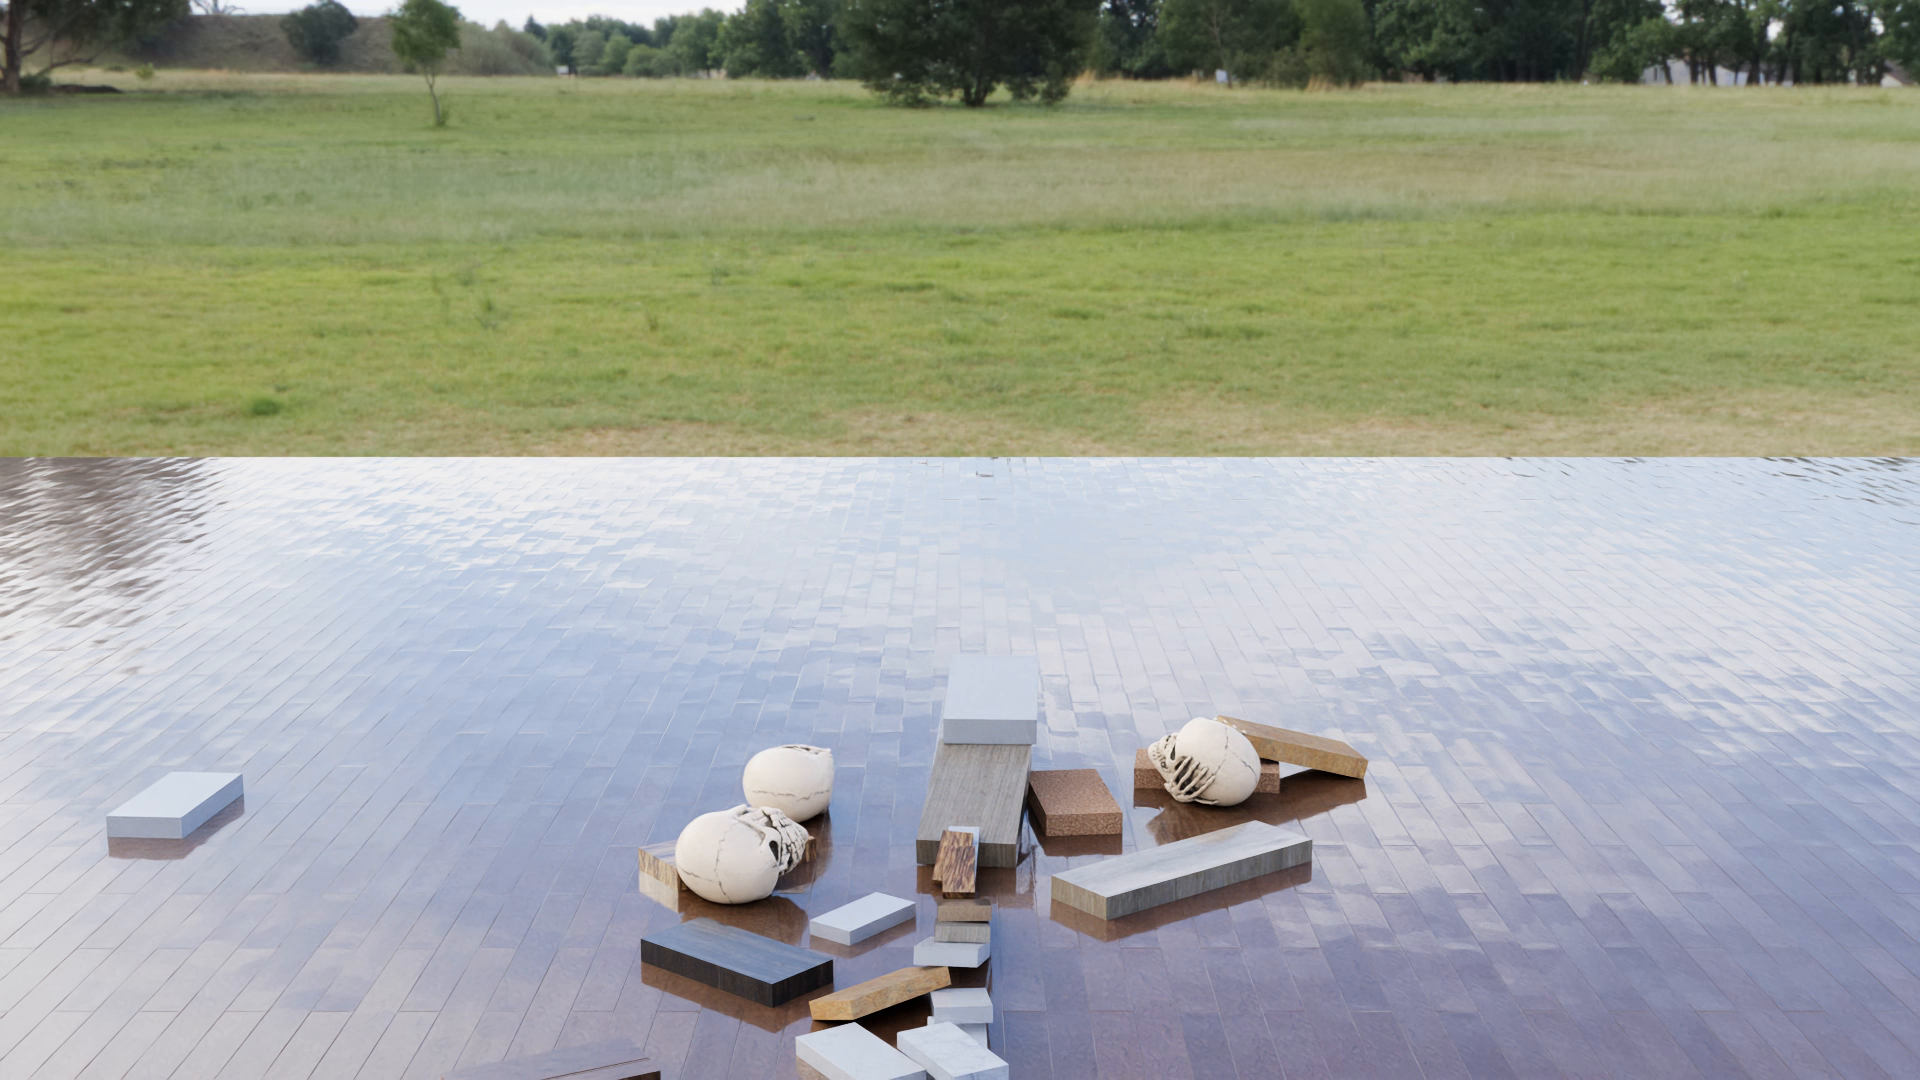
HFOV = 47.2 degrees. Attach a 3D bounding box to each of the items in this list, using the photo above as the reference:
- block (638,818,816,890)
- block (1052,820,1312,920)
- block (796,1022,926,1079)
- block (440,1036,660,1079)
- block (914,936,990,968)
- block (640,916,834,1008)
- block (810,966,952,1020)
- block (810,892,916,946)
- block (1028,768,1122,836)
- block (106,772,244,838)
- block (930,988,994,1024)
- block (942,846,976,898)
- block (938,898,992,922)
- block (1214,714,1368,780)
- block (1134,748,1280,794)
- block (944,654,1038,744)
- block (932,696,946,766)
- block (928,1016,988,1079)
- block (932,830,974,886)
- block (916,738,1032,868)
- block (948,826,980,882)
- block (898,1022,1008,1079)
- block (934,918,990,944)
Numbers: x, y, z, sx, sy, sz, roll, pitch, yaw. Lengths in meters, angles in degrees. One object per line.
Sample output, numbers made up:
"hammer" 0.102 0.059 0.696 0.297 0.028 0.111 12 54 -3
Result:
"block" -0.402 0.544 3.812 0.274 0.039 0.137 -8 13 -35
"block" 0.382 0.557 3.739 0.480 0.039 0.137 -8 13 -37
"block" -0.135 0.706 2.973 0.094 0.027 0.188 -7 12 -32
"block" -0.538 0.716 2.890 0.257 0.036 0.129 -6 12 -28
"block" -0.011 0.618 3.303 0.094 0.027 0.188 1 -6 7
"block" -0.339 0.635 3.325 0.283 0.036 0.129 9 14 39
"block" -0.115 0.654 3.176 0.188 0.027 0.094 -10 -3 -42
"block" -0.155 0.606 3.521 0.083 0.023 0.166 8 13 37
"block" 0.209 0.488 4.109 0.139 0.040 0.279 -1 11 -7
"block" -1.457 0.491 4.092 0.140 0.040 0.279 1 11 4
"block" 0.001 0.661 3.123 0.081 0.023 0.163 -1 -3 -3
"block" -0.002 0.556 3.683 0.053 0.015 0.106 0 37 1
"block" 0.006 0.587 3.495 0.083 0.023 0.166 0 -6 -1
"block" 0.653 0.409 4.349 0.275 0.039 0.137 13 8 -13
"block" 0.484 0.451 4.308 0.279 0.040 0.140 1 11 7
"block" 0.063 0.304 4.235 0.173 0.049 0.346 1 17 2
"block" 0.041 0.414 4.172 0.173 0.049 0.346 1 30 5
"block" -0.004 0.698 3.023 0.081 0.023 0.163 0 11 -1
"block" -0.012 0.541 3.731 0.053 0.015 0.106 5 45 9
"block" 0.029 0.468 3.950 0.173 0.049 0.346 2 25 6
"block" 0.004 0.537 3.757 0.053 0.015 0.106 1 45 5
"block" -0.011 0.690 2.940 0.081 0.023 0.163 -6 12 -28
"block" 0.003 0.602 3.387 0.083 0.023 0.166 2 -6 -1
